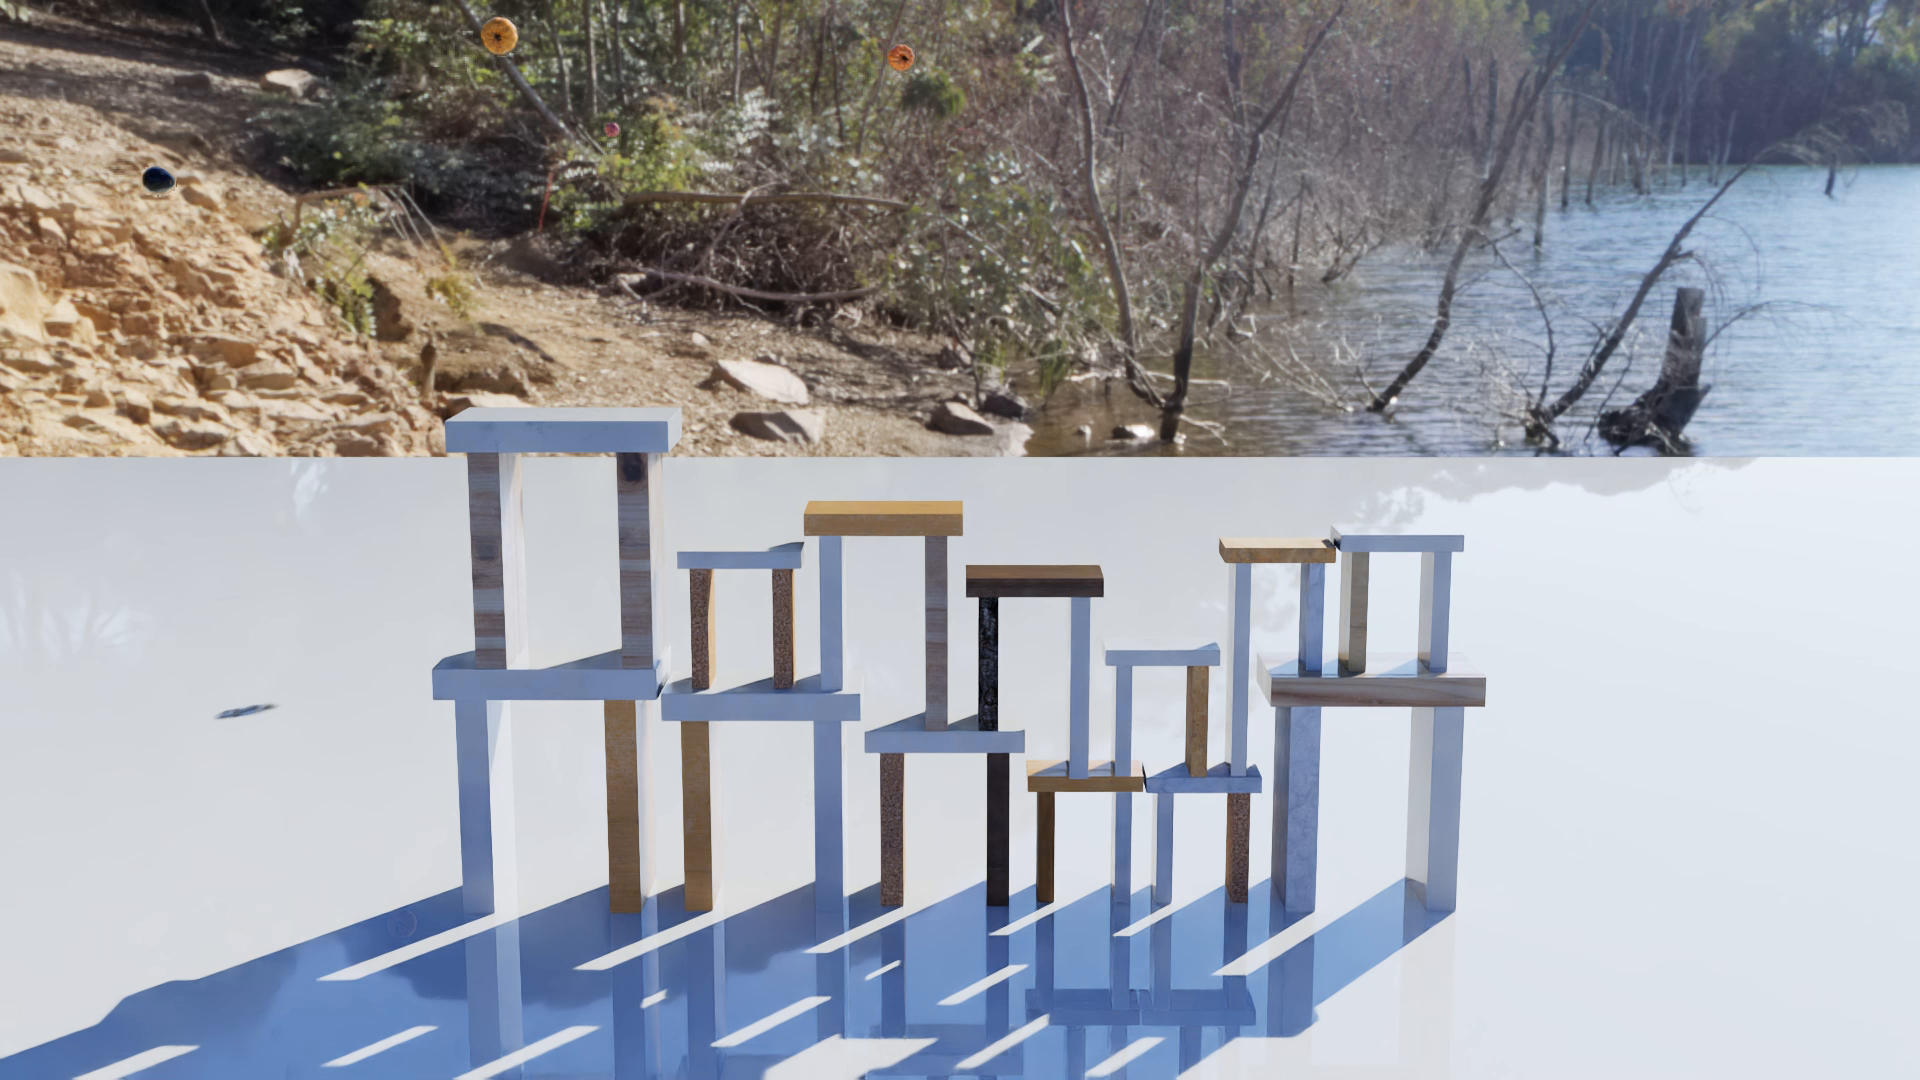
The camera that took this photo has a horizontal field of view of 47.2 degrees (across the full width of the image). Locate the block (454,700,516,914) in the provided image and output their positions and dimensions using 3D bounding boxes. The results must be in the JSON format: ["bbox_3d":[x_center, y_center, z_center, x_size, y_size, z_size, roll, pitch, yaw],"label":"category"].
[{"bbox_3d":[-0.782,0.415,3.632,0.051,0.357,0.179,0,11,0],"label":"block"}]

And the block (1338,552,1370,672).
[{"bbox_3d":[0.640,0.107,3.579,0.028,0.197,0.099,0,11,0],"label":"block"}]

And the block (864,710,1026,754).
[{"bbox_3d":[-0.025,0.315,3.623,0.260,0.037,0.130,0,11,0],"label":"block"}]

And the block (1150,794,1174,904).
[{"bbox_3d":[0.336,0.497,3.653,0.027,0.188,0.094,0,11,0],"label":"block"}]

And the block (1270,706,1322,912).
[{"bbox_3d":[0.555,0.421,3.639,0.049,0.344,0.172,0,11,0],"label":"block"}]

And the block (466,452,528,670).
[{"bbox_3d":[-0.747,0.019,3.558,0.049,0.348,0.174,0,11,0],"label":"block"}]

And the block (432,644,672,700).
[{"bbox_3d":[-0.663,0.215,3.595,0.357,0.051,0.179,0,11,0],"label":"block"}]

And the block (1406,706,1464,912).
[{"bbox_3d":[0.784,0.421,3.639,0.049,0.344,0.172,0,11,0],"label":"block"}]

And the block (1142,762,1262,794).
[{"bbox_3d":[0.399,0.392,3.633,0.188,0.027,0.094,0,11,0],"label":"block"}]

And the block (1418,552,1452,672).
[{"bbox_3d":[0.772,0.107,3.579,0.028,0.197,0.099,0,11,0],"label":"block"}]

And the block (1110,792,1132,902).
[{"bbox_3d":[0.268,0.496,3.657,0.027,0.189,0.095,0,11,0],"label":"block"}]

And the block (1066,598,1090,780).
[{"bbox_3d":[0.193,0.230,3.599,0.031,0.302,0.110,0,11,0],"label":"block"}]

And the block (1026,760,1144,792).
[{"bbox_3d":[0.205,0.390,3.637,0.189,0.027,0.095,0,11,0],"label":"block"}]

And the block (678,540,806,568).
[{"bbox_3d":[-0.353,0.023,3.561,0.198,0.028,0.099,0,11,0],"label":"block"}]

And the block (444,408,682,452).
[{"bbox_3d":[-0.631,-0.177,3.523,0.348,0.049,0.174,0,11,0],"label":"block"}]

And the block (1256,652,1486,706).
[{"bbox_3d":[0.669,0.228,3.603,0.344,0.049,0.172,0,11,0],"label":"block"}]

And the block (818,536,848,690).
[{"bbox_3d":[-0.206,0.106,3.582,0.036,0.253,0.126,0,11,0],"label":"block"}]

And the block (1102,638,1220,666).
[{"bbox_3d":[0.328,0.182,3.596,0.185,0.026,0.093,0,11,0],"label":"block"}]

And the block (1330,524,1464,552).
[{"bbox_3d":[0.706,-0.003,3.558,0.197,0.028,0.099,0,11,0],"label":"block"}]

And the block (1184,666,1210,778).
[{"bbox_3d":[0.389,0.287,3.615,0.026,0.186,0.093,0,11,0],"label":"block"}]

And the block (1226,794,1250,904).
[{"bbox_3d":[0.461,0.497,3.653,0.027,0.188,0.094,0,11,0],"label":"block"}]

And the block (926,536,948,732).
[{"bbox_3d":[-0.038,0.140,3.589,0.036,0.321,0.126,0,11,0],"label":"block"}]

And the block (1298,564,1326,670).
[{"bbox_3d":[0.573,0.116,3.585,0.025,0.177,0.089,0,11,0],"label":"block"}]

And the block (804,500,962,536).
[{"bbox_3d":[-0.122,-0.035,3.556,0.253,0.036,0.126,0,11,0],"label":"block"}]

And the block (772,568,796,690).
[{"bbox_3d":[-0.286,0.135,3.582,0.028,0.198,0.099,0,11,0],"label":"block"}]

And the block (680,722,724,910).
[{"bbox_3d":[-0.426,0.433,3.638,0.045,0.320,0.160,0,11,0],"label":"block"}]

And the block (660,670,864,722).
[{"bbox_3d":[-0.319,0.254,3.605,0.320,0.045,0.160,0,11,0],"label":"block"}]

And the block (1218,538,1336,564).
[{"bbox_3d":[0.514,0.017,3.566,0.177,0.025,0.089,0,11,0],"label":"block"}]

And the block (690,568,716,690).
[{"bbox_3d":[-0.418,0.135,3.582,0.028,0.198,0.099,0,11,0],"label":"block"}]

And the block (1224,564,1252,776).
[{"bbox_3d":[0.455,0.204,3.601,0.025,0.355,0.089,0,11,0],"label":"block"}]

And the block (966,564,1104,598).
[{"bbox_3d":[0.120,0.066,3.568,0.221,0.031,0.110,0,11,0],"label":"block"}]

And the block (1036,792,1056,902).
[{"bbox_3d":[0.142,0.496,3.657,0.027,0.189,0.095,0,11,0],"label":"block"}]

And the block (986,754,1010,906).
[{"bbox_3d":[0.062,0.461,3.650,0.037,0.260,0.130,0,11,0],"label":"block"}]

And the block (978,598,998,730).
[{"bbox_3d":[0.046,0.190,3.591,0.031,0.221,0.110,0,11,0],"label":"block"}]

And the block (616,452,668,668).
[{"bbox_3d":[-0.514,0.018,3.559,0.049,0.348,0.174,0,11,0],"label":"block"}]

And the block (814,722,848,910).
[{"bbox_3d":[-0.213,0.433,3.638,0.045,0.319,0.160,0,11,0],"label":"block"}]

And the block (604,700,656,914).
[{"bbox_3d":[-0.544,0.415,3.632,0.051,0.357,0.179,0,11,0],"label":"block"}]

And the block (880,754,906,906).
[{"bbox_3d":[-0.111,0.461,3.650,0.037,0.260,0.130,0,11,0],"label":"block"}]

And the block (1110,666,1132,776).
[{"bbox_3d":[0.266,0.286,3.615,0.026,0.185,0.093,0,11,0],"label":"block"}]
